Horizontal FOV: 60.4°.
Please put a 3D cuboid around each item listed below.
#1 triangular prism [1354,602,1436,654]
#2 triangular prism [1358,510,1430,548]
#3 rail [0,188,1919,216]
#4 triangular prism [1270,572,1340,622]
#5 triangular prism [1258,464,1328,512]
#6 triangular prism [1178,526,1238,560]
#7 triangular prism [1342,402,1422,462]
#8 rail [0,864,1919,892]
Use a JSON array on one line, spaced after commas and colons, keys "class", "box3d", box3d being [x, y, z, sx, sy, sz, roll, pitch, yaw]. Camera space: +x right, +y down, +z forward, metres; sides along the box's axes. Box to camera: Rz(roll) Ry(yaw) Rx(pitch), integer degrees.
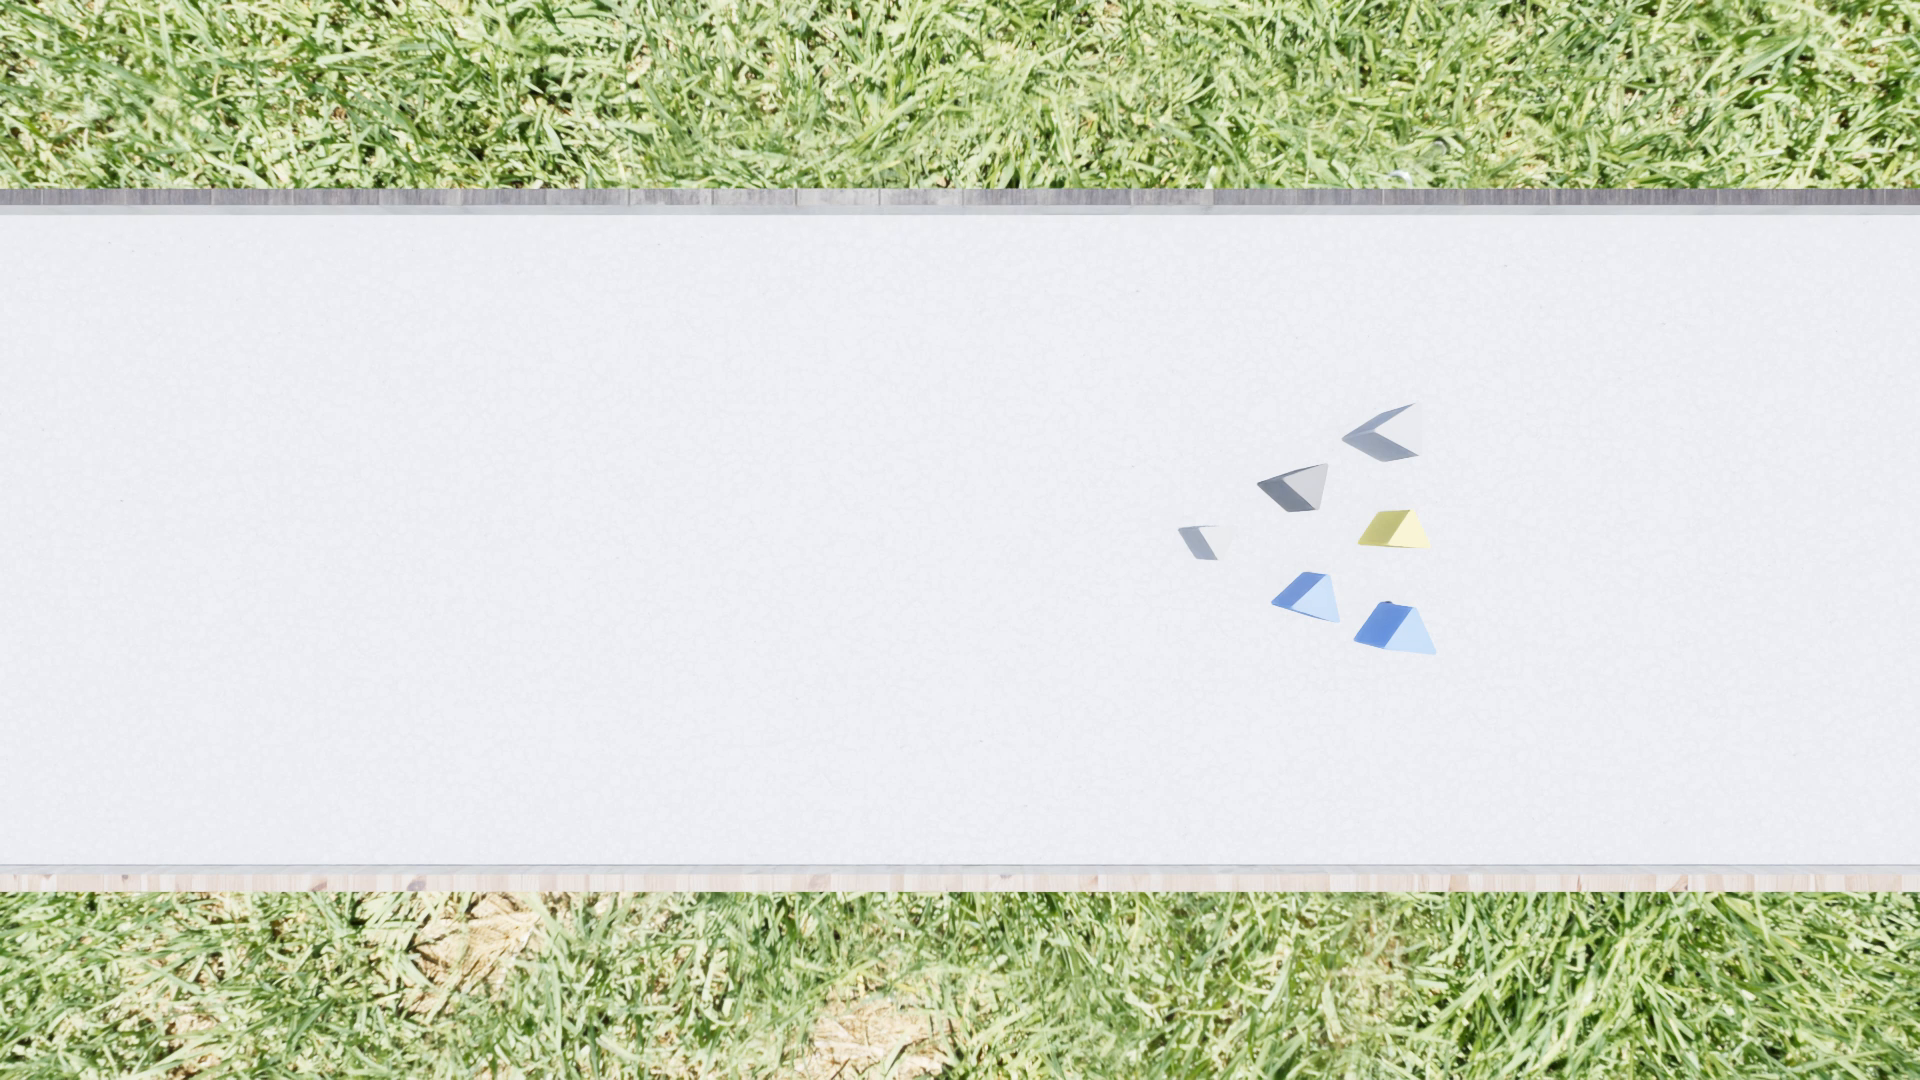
[{"class": "triangular prism", "box3d": [1.290, 0.254, 4.887, 0.147, 0.379, 0.127, 6, 90, 0]}, {"class": "triangular prism", "box3d": [1.287, -0.035, 4.891, 0.120, 0.372, 0.104, 4, 90, 0]}, {"class": "rail", "box3d": [-2.247, -1.025, 5.002, 12.000, 0.150, 0.050, 0, 90, 0]}, {"class": "triangular prism", "box3d": [1.042, 0.157, 4.910, 0.142, 0.332, 0.123, 18, 90, 0]}, {"class": "triangular prism", "box3d": [1.001, -0.172, 4.868, 0.133, 0.417, 0.115, 42, 90, 0]}, {"class": "triangular prism", "box3d": [0.740, -0.013, 4.848, 0.095, 0.458, 0.110, -33, 90, 0]}, {"class": "triangular prism", "box3d": [1.269, -0.332, 4.868, 0.149, 0.416, 0.129, 28, 90, 0]}, {"class": "rail", "box3d": [-2.247, 1.025, 5.001, 12.000, 0.150, 0.050, 0, 90, 0]}]
